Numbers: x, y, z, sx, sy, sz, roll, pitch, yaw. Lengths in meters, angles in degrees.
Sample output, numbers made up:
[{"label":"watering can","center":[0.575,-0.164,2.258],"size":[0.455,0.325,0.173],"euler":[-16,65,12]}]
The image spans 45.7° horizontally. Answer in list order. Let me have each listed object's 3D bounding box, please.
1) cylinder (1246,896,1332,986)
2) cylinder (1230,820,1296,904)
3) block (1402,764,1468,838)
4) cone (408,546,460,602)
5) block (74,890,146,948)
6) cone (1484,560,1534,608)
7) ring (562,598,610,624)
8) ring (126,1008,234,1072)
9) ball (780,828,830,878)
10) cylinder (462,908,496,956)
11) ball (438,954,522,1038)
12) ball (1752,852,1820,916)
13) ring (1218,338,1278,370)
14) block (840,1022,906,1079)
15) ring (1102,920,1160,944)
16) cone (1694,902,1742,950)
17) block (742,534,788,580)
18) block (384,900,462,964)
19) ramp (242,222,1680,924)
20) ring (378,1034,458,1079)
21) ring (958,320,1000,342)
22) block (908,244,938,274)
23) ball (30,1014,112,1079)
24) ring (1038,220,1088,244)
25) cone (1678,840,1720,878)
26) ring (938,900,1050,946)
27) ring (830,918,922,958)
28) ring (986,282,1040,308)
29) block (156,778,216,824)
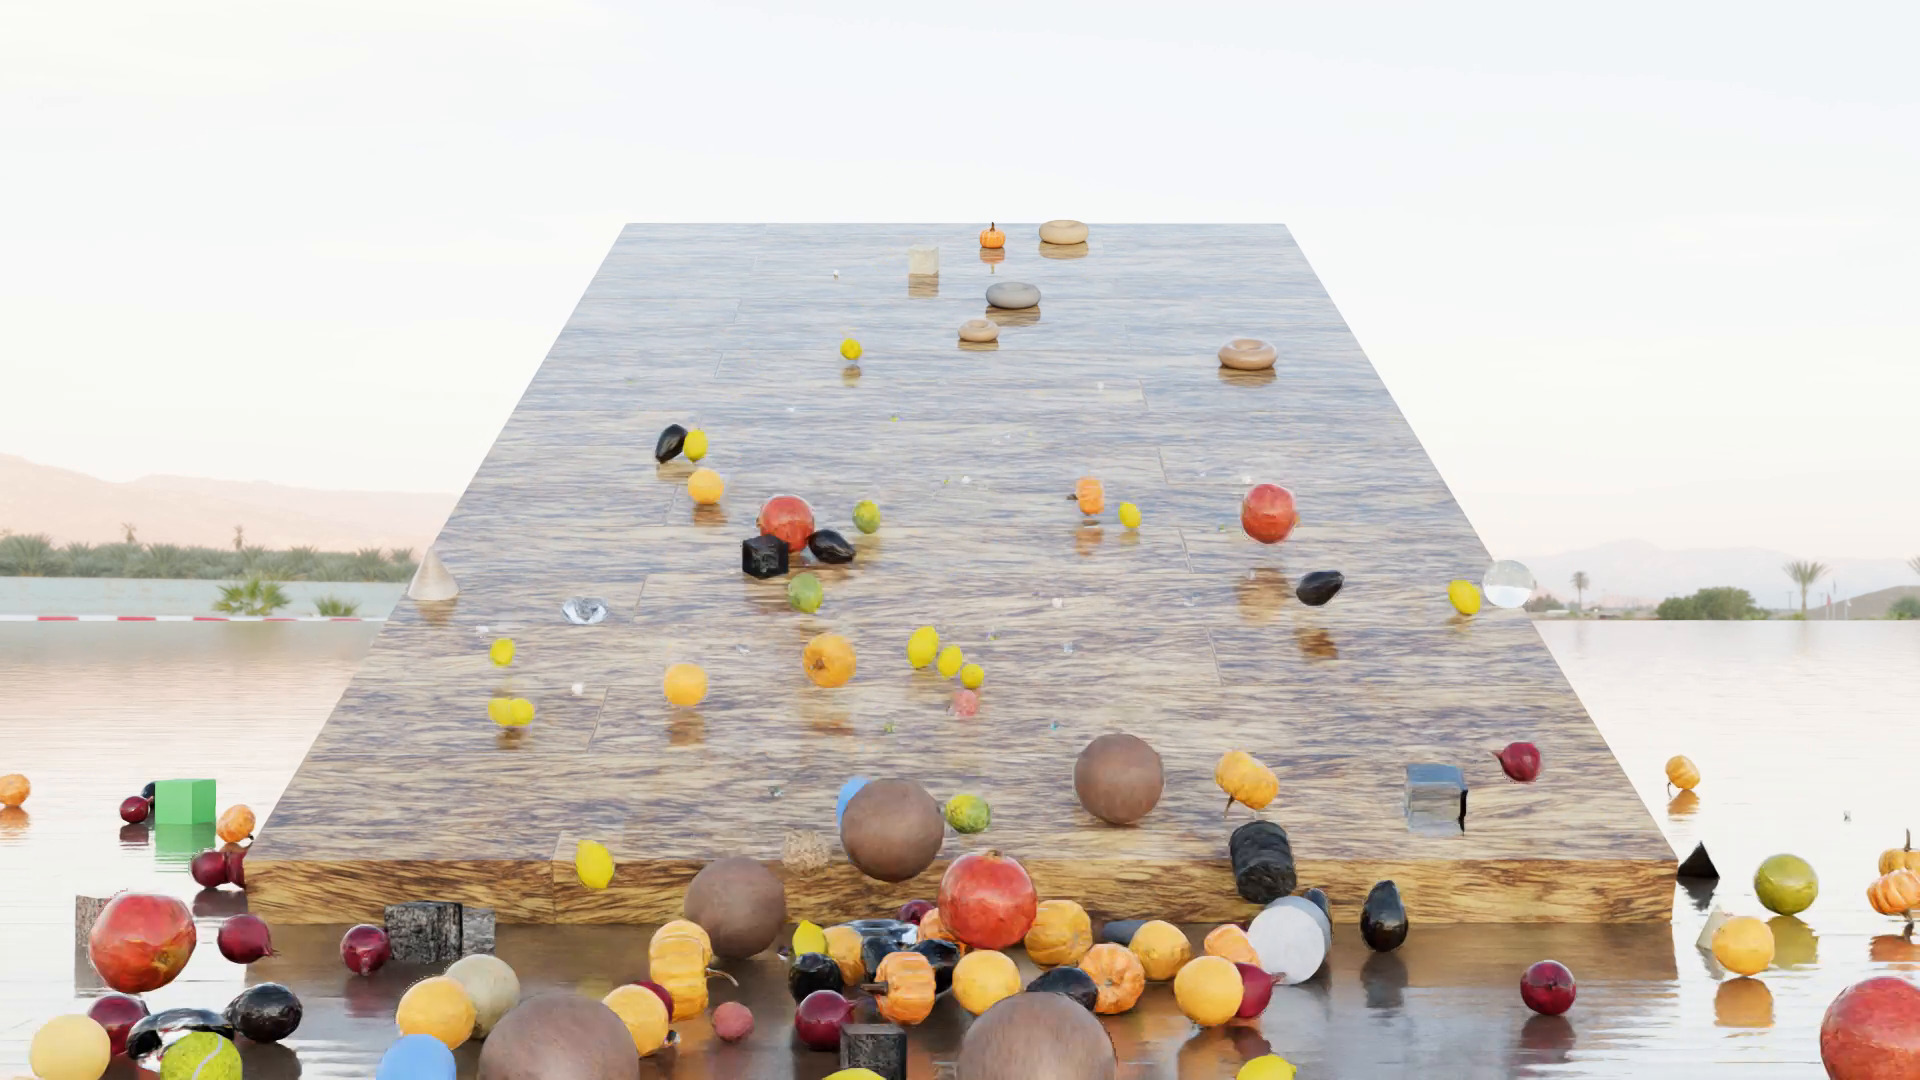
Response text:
[{"label":"cylinder","center":[0.392,0.477,2.714],"size":[0.093,0.093,0.093],"euler":[0,-2,14]},{"label":"cylinder","center":[0.411,0.438,3.094],"size":[0.080,0.080,0.080],"euler":[0,36,-3]},{"label":"block","center":[0.679,0.373,3.256],"size":[0.077,0.077,0.077],"euler":[1,21,4]},{"label":"cone","center":[-0.946,0.052,4.077],"size":[0.094,0.094,0.094],"euler":[0,21,0]},{"label":"block","center":[-1.122,0.500,3.003],"size":[0.065,0.065,0.065],"euler":[-2,-3,44]},{"label":"cone","center":[0.975,0.083,4.081],"size":[0.088,0.088,0.088],"euler":[0,-6,3]},{"label":"ring","center":[-0.655,0.123,3.983],"size":[0.083,0.028,0.083],"euler":[1,20,0]},{"label":"ring","center":[-0.699,0.448,2.039],"size":[0.093,0.031,0.093],"euler":[-11,-34,-8]},{"label":"ball","center":[-0.212,0.429,3.119],"size":[0.067,0.067,0.067],"euler":[0,-2,0]},{"label":"cylinder","center":[-0.623,0.503,2.918],"size":[0.054,0.054,0.054],"euler":[0,-2,0]},{"label":"ball","center":[-0.494,0.469,2.340],"size":[0.084,0.084,0.084],"euler":[0,-2,0]},{"label":"ball","center":[1.192,0.496,3.285],"size":[0.091,0.091,0.091],"euler":[0,-2,0]},{"label":"ring","center":[0.692,-0.447,5.476],"size":[0.144,0.048,0.144],"euler":[-1,22,0]},{"label":"block","center":[-0.080,0.477,2.095],"size":[0.053,0.053,0.053],"euler":[0,-2,-11]},{"label":"ring","center":[0.227,0.521,3.021],"size":[0.077,0.026,0.077],"euler":[-1,-3,0]},{"label":"cone","center":[0.991,0.502,2.976],"size":[0.060,0.060,0.060],"euler":[0,-2,0]},{"label":"block","center":[-0.358,0.031,4.183],"size":[0.060,0.060,0.060],"euler":[-16,26,-36]},{"label":"block","center":[-0.678,0.495,2.878],"size":[0.068,0.068,0.068],"euler":[-1,-2,28]},{"label":"ramp","center":[-0.005,-0.212,5.057],"size":[2.000,0.100,4.000],"euler":[0,21,0]},{"label":"ring","center":[-0.366,0.405,1.527],"size":[0.048,0.145,0.145],"euler":[1,-2,-8]},{"label":"ring","center":[0.046,-0.523,5.692],"size":[0.106,0.035,0.106],"euler":[-1,24,0]},{"label":"block","center":[-0.101,-0.781,6.331],"size":[0.068,0.068,0.068],"euler":[6,21,14]},{"label":"ball","center":[-0.811,0.468,2.075],"size":[0.070,0.070,0.070],"euler":[0,-2,0]},{"label":"ring","center":[0.305,-0.906,6.692],"size":[0.149,0.050,0.149],"euler":[-1,22,0]},{"label":"cone","center":[1.212,0.542,3.774],"size":[0.069,0.069,0.069],"euler":[-28,-10,15]},{"label":"ring","center":[0.046,0.509,3.027],"size":[0.150,0.050,0.150],"euler":[1,-3,0]},{"label":"ring","center":[-0.107,0.510,2.915],"size":[0.118,0.039,0.118],"euler":[0,-1,0]},{"label":"ring","center":[0.140,-0.645,5.999],"size":[0.146,0.049,0.146],"euler":[1,20,0]},{"label":"block","center":[-1.621,0.546,4.766],"size":[0.087,0.087,0.087],"euler":[-1,-2,15]}]
